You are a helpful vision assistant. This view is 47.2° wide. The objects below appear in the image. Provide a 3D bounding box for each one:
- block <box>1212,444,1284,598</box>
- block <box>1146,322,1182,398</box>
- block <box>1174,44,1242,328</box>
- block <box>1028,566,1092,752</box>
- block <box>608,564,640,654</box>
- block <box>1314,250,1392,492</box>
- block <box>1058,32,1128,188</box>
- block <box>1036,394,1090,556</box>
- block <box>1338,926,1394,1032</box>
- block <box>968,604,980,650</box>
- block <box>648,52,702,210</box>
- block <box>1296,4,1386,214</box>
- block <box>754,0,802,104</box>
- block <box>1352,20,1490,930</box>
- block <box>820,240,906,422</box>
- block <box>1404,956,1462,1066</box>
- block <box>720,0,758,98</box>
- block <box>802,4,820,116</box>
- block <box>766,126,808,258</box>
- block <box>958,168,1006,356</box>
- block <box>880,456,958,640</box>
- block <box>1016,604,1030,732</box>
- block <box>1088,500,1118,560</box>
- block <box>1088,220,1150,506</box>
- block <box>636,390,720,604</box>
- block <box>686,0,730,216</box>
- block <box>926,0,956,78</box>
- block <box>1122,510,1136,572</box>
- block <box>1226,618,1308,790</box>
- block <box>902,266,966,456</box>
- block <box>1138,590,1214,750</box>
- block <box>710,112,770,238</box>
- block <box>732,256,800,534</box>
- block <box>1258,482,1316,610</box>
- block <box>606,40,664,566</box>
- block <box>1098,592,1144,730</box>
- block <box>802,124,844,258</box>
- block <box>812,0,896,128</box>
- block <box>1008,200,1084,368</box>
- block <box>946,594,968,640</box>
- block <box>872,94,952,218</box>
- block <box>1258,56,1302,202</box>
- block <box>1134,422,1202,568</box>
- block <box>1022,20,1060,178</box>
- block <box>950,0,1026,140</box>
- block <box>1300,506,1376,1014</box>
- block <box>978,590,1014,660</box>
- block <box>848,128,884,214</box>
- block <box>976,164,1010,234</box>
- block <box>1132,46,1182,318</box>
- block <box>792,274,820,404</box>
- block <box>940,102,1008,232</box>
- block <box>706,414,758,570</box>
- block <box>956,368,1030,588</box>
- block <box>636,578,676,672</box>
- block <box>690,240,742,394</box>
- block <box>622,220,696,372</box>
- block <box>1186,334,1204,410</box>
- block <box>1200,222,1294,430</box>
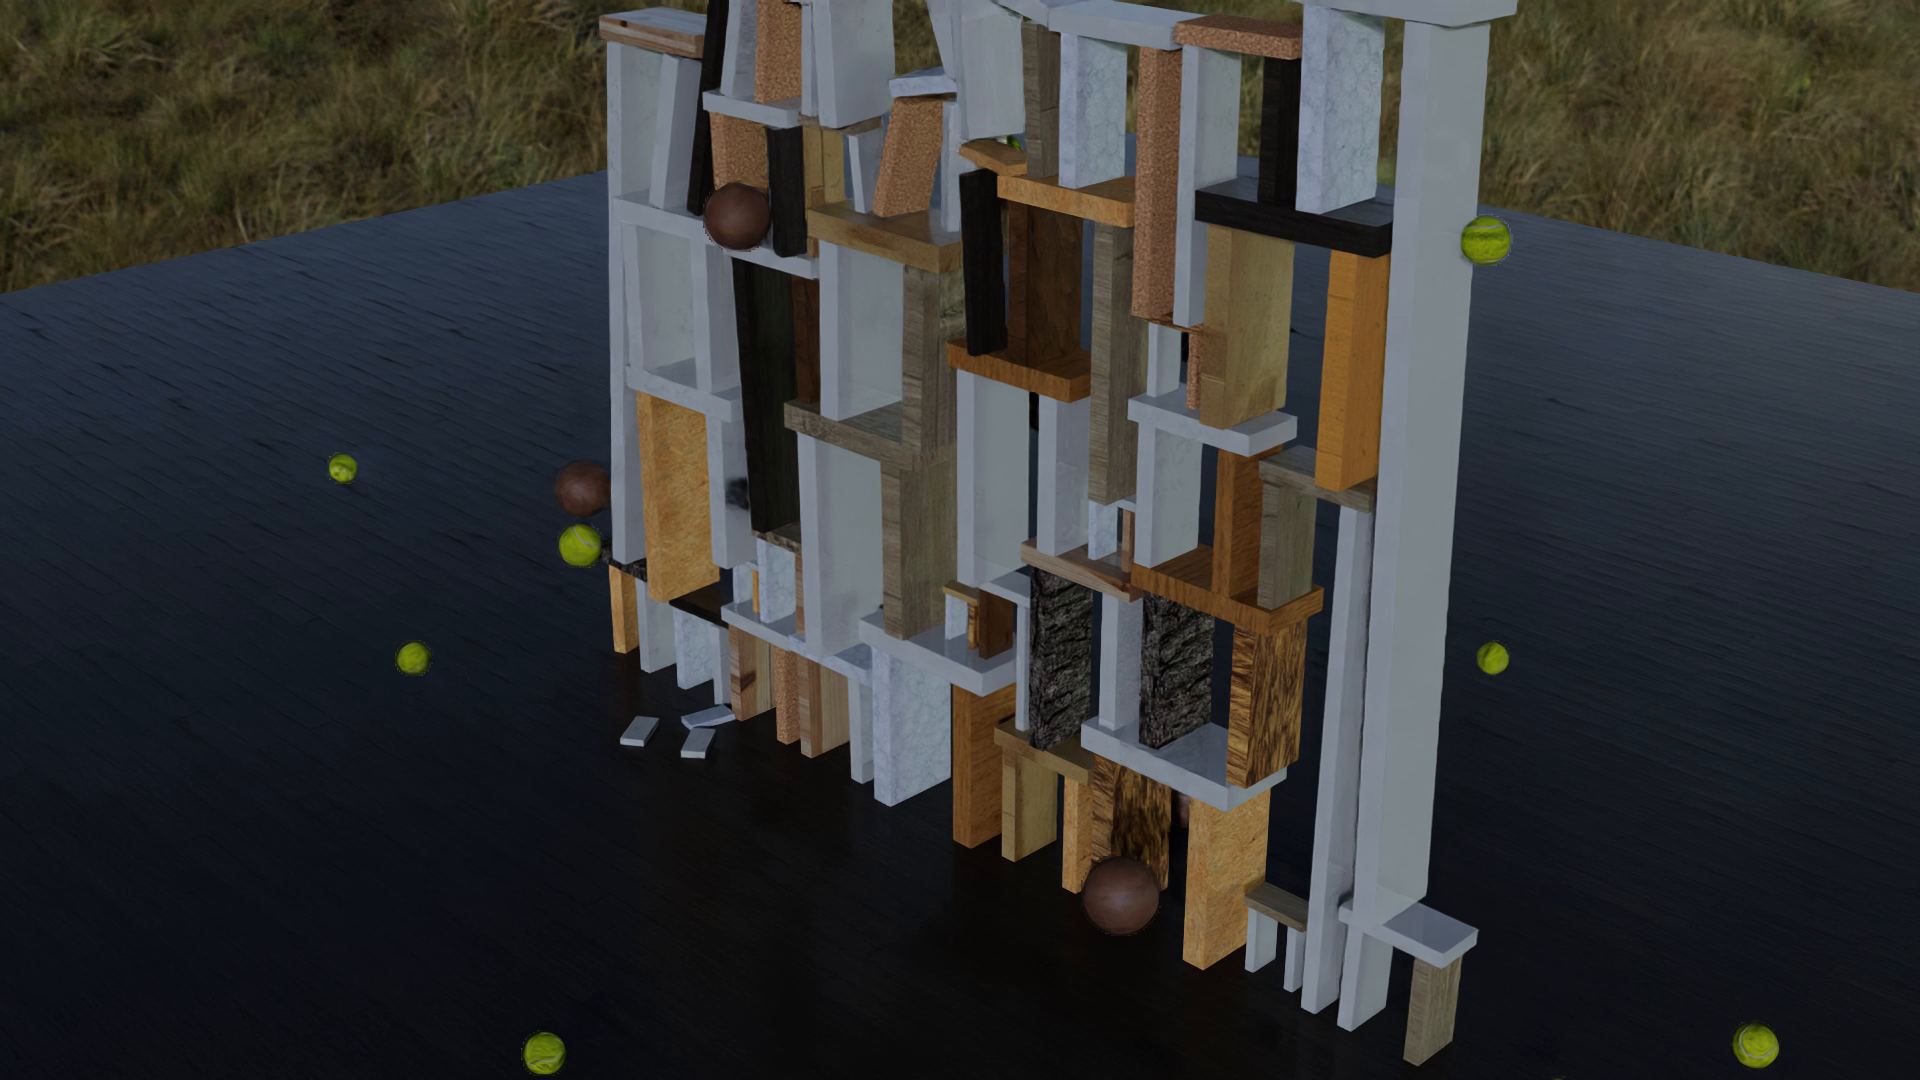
[{"bbox_3d":[0.481,-0.045,3.677,0.036,0.257,0.129,21,31,41],"label":"block"},{"bbox_3d":[0.346,-0.312,3.718,0.018,0.130,0.065,20,30,40],"label":"block"},{"bbox_3d":[0.398,-0.575,3.542,0.110,0.455,0.031,-21,31,-40],"label":"block"},{"bbox_3d":[0.188,0.203,4.102,0.037,0.371,0.131,21,31,40],"label":"block"},{"bbox_3d":[-0.767,0.136,5.144,0.033,0.231,0.116,12,26,26],"label":"block"},{"bbox_3d":[0.635,-0.281,3.440,0.048,0.383,0.168,20,30,39],"label":"block"},{"bbox_3d":[0.222,-0.724,3.667,0.036,0.254,0.127,21,31,40],"label":"block"},{"bbox_3d":[0.206,-0.133,3.943,0.042,0.299,0.149,21,31,40],"label":"block"},{"bbox_3d":[0.698,0.732,3.772,0.103,0.205,0.029,-21,33,-41],"label":"block"},{"bbox_3d":[0.038,0.160,4.249,0.013,0.094,0.047,22,30,40],"label":"block"},{"bbox_3d":[-0.539,-0.838,4.452,0.045,0.319,0.159,33,38,32],"label":"block"},{"bbox_3d":[0.576,-0.661,3.329,0.044,0.308,0.154,18,29,40],"label":"block"},{"bbox_3d":[-0.337,-0.931,4.144,0.028,0.199,0.099,29,37,36],"label":"block"},{"bbox_3d":[0.711,-0.065,3.421,0.044,1.477,0.154,20,30,41],"label":"block"},{"bbox_3d":[-0.187,-0.420,4.229,0.050,0.353,0.176,24,33,39],"label":"block"},{"bbox_3d":[0.794,0.769,3.684,0.103,0.205,0.029,-21,32,-41],"label":"block"},{"bbox_3d":[-0.383,-0.971,4.172,0.126,0.253,0.036,-23,46,-40],"label":"block"},{"bbox_3d":[-0.243,-0.889,4.047,0.099,0.203,0.028,-21,36,-37],"label":"block"},{"bbox_3d":[-0.299,-0.671,4.195,0.123,0.247,0.035,-13,26,-25],"label":"block"},{"bbox_3d":[0.041,-0.487,3.863,0.072,0.328,0.020,-19,29,-30],"label":"block"},{"bbox_3d":[-0.068,-0.001,4.289,0.051,0.360,0.180,21,31,41],"label":"block"},{"bbox_3d":[0.139,0.231,4.172,0.072,0.264,0.020,-21,31,-41],"label":"block"},{"bbox_3d":[0.256,-0.028,3.927,0.017,0.118,0.059,21,31,40],"label":"block"},{"bbox_3d":[0.289,-0.314,3.770,0.041,0.498,0.146,21,31,40],"label":"block"},{"bbox_3d":[-0.618,-0.115,4.837,0.048,0.486,0.169,20,30,39],"label":"block"},{"bbox_3d":[-0.453,-0.890,4.333,0.126,0.516,0.036,-21,44,-40],"label":"block"},{"bbox_3d":[0.002,-0.975,3.804,0.044,0.310,0.155,13,41,40],"label":"block"},{"bbox_3d":[0.311,-0.007,3.876,0.017,0.118,0.059,21,31,40],"label":"block"},{"bbox_3d":[0.527,0.263,3.771,0.042,0.299,0.149,21,31,41],"label":"block"},{"bbox_3d":[-0.026,-0.350,4.069,0.050,0.353,0.176,23,32,39],"label":"block"},{"bbox_3d":[0.386,0.208,3.901,0.042,0.299,0.149,21,31,41],"label":"block"},{"bbox_3d":[-0.433,-0.732,4.339,0.035,0.247,0.123,15,29,32],"label":"block"},{"bbox_3d":[-0.385,-0.307,4.499,0.037,0.587,0.130,19,31,40],"label":"block"},{"bbox_3d":[0.541,-0.003,3.631,0.031,0.216,0.108,21,31,40],"label":"block"},{"bbox_3d":[-0.682,-0.504,4.765,0.045,1.177,0.159,25,32,37],"label":"block"},{"bbox_3d":[0.311,0.201,3.967,0.037,0.261,0.131,21,31,41],"label":"block"},{"bbox_3d":[-0.257,-0.667,4.174,0.075,0.256,0.021,-17,30,-32],"label":"block"},{"bbox_3d":[-0.192,-0.951,3.950,0.044,0.393,0.155,22,36,39],"label":"block"},{"bbox_3d":[0.150,-0.463,3.855,0.041,0.292,0.146,21,31,40],"label":"block"},{"bbox_3d":[-0.007,0.142,4.290,0.013,0.095,0.047,22,30,40],"label":"block"},{"bbox_3d":[-0.090,-0.706,4.030,0.112,0.223,0.032,-17,43,-39],"label":"block"},{"bbox_3d":[0.510,-0.644,3.401,0.031,0.220,0.110,19,29,39],"label":"block"},{"bbox_3d":[0.360,-0.092,3.788,0.036,0.257,0.129,21,31,41],"label":"block"},{"bbox_3d":[0.162,-0.754,3.729,0.034,0.258,0.121,16,27,41],"label":"block"},{"bbox_3d":[0.053,-0.823,3.807,0.121,0.242,0.034,-12,18,-26],"label":"block"},{"bbox_3d":[0.647,0.370,3.681,0.031,0.942,0.108,21,30,40],"label":"block"},{"bbox_3d":[0.069,0.150,4.210,0.020,0.144,0.072,22,32,40],"label":"block"},{"bbox_3d":[-0.169,-0.692,4.089,0.021,0.150,0.075,14,31,34],"label":"block"},{"bbox_3d":[0.069,-0.613,3.897,0.072,0.143,0.020,-12,23,-16],"label":"block"},{"bbox_3d":[0.342,-0.591,3.596,0.036,0.443,0.127,21,31,40],"label":"block"},{"bbox_3d":[-0.264,-0.410,4.322,0.037,0.260,0.130,21,32,40],"label":"block"},{"bbox_3d":[0.025,-0.662,3.893,0.112,0.223,0.032,-7,23,-22],"label":"block"},{"bbox_3d":[-0.452,-0.122,4.665,0.048,0.337,0.169,20,30,39],"label":"block"},{"bbox_3d":[0.062,-0.131,4.095,0.042,0.422,0.149,21,31,40],"label":"block"},{"bbox_3d":[-0.682,0.179,5.044,0.116,0.231,0.033,-21,31,-41],"label":"block"},{"bbox_3d":[-0.474,-0.475,4.532,0.045,0.320,0.160,19,30,38],"label":"block"},{"bbox_3d":[-0.631,-0.532,4.667,0.045,0.320,0.160,20,30,39],"label":"block"},{"bbox_3d":[0.407,-0.288,3.662,0.018,0.130,0.065,21,31,40],"label":"block"},{"bbox_3d":[0.468,-0.362,3.571,0.048,0.336,0.168,21,30,40],"label":"block"}]
